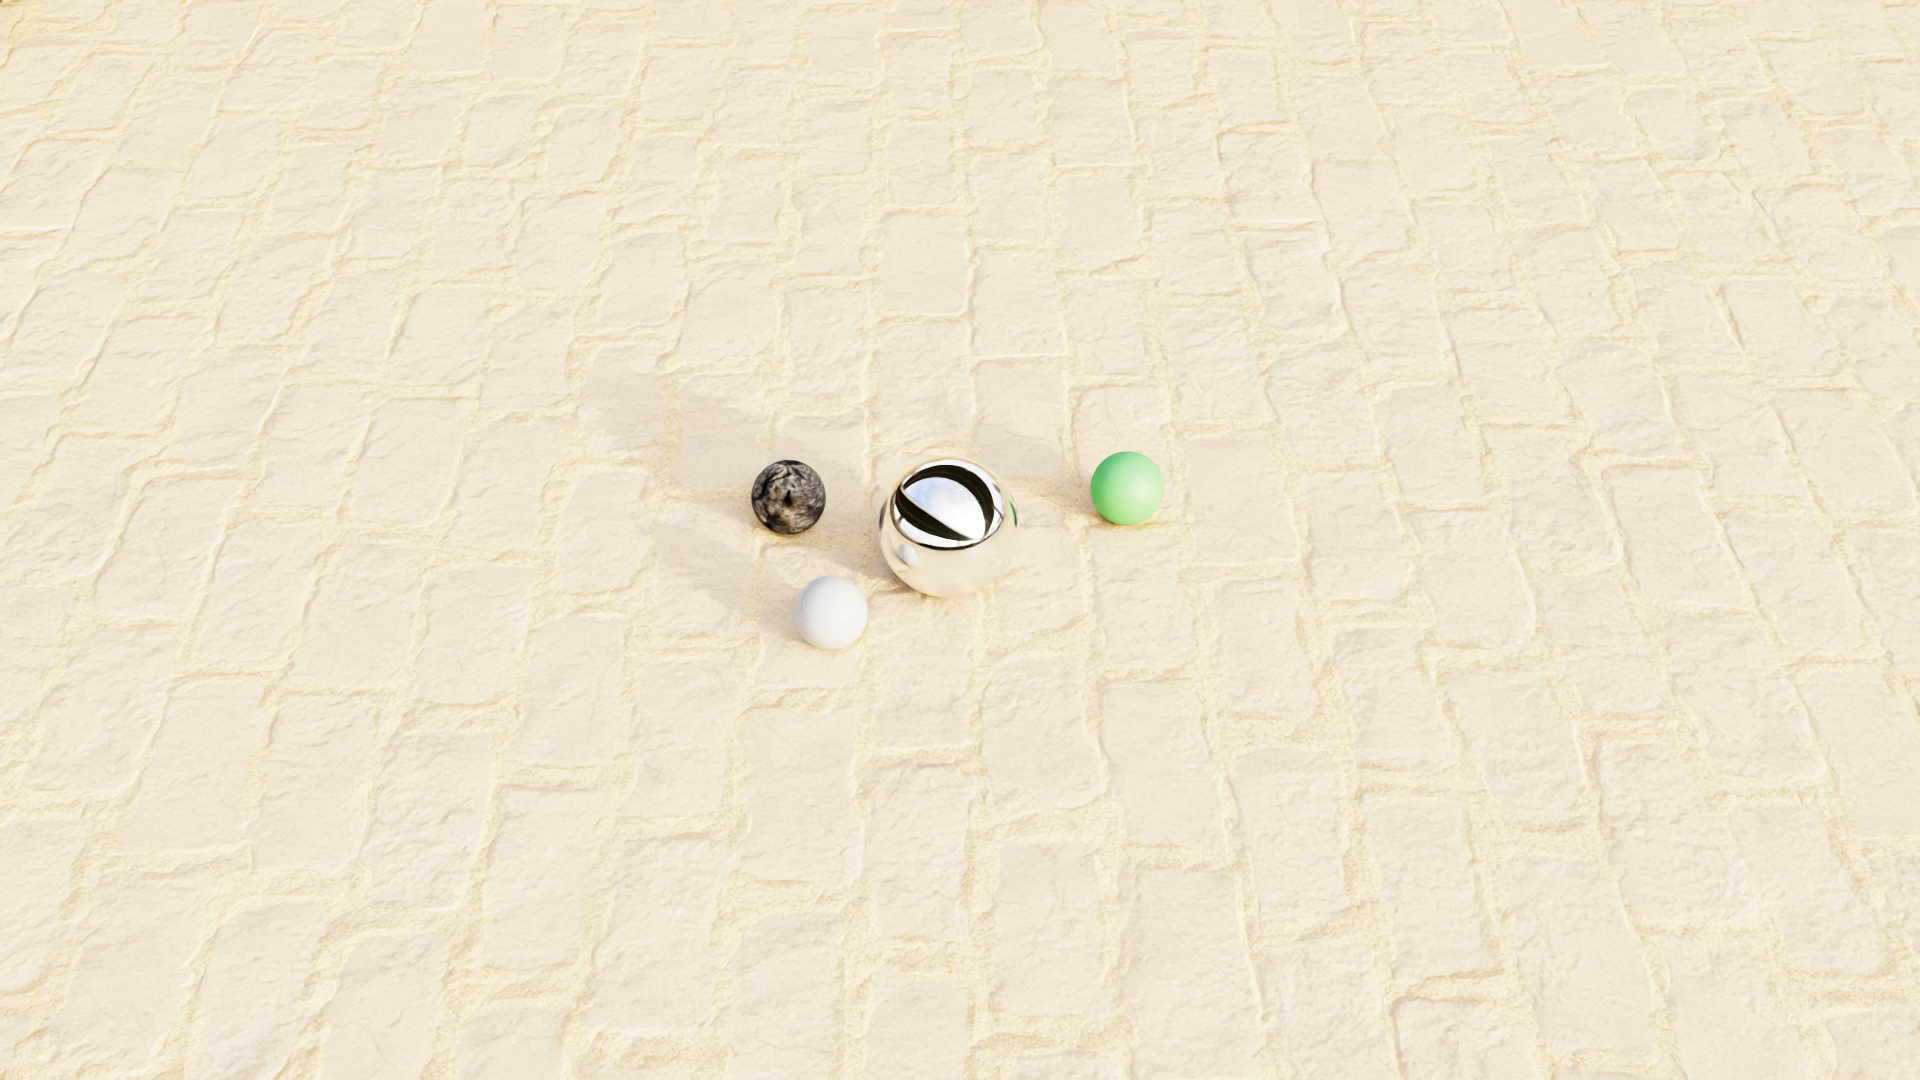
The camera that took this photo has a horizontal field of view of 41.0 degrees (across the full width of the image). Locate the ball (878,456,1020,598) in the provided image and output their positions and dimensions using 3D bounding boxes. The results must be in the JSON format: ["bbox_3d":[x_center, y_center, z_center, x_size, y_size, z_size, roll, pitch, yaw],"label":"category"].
[{"bbox_3d":[-0.007,-0.009,1.640,0.091,0.091,0.091,0,36,0],"label":"ball"}]

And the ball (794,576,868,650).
[{"bbox_3d":[-0.081,0.045,1.604,0.047,0.047,0.047,0,36,0],"label":"ball"}]

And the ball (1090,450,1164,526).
[{"bbox_3d":[0.112,-0.035,1.711,0.050,0.050,0.050,0,36,0],"label":"ball"}]

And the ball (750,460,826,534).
[{"bbox_3d":[-0.114,-0.028,1.702,0.050,0.050,0.050,0,36,0],"label":"ball"}]
